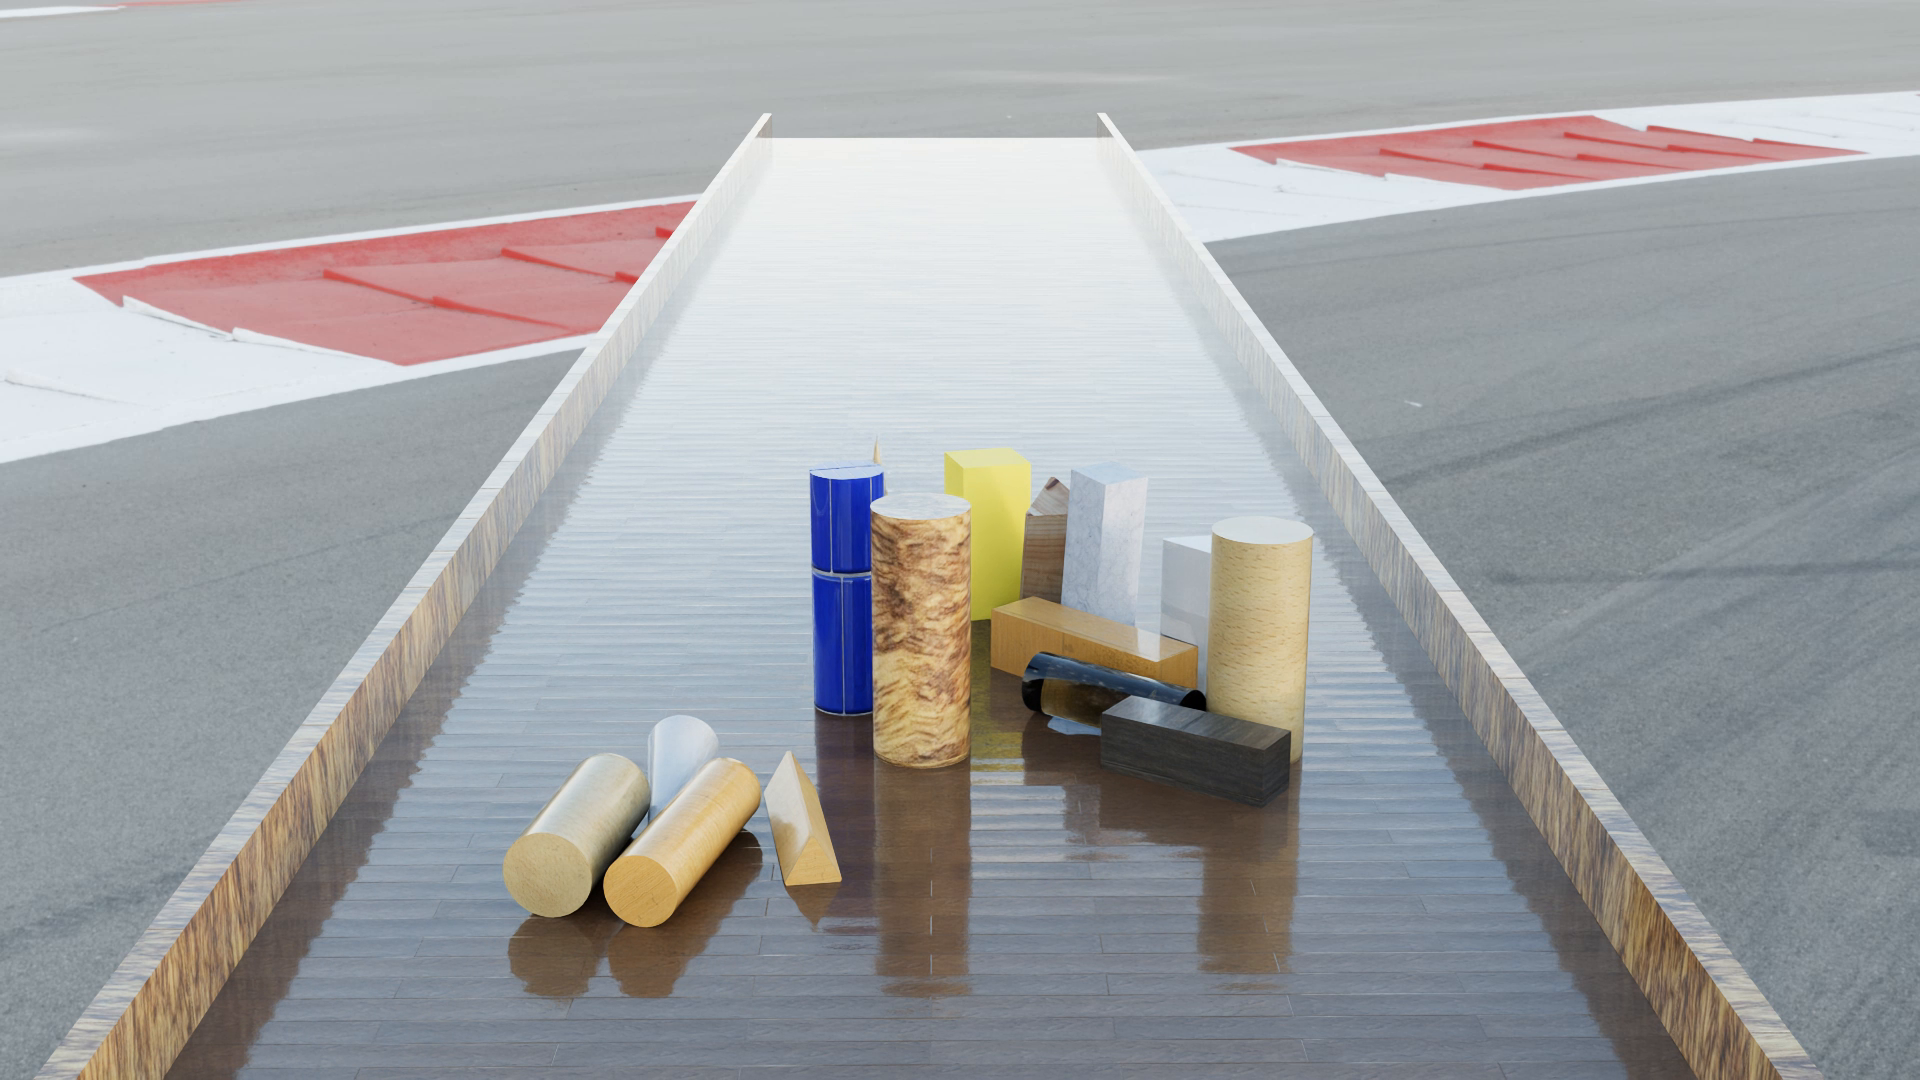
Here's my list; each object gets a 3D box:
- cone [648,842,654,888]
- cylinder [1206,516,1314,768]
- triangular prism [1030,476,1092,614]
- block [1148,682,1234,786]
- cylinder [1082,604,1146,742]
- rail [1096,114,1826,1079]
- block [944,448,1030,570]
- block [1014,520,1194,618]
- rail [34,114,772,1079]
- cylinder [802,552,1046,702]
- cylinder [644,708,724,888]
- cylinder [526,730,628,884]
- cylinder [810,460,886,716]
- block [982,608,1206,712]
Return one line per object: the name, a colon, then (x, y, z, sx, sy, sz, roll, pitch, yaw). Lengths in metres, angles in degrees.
cone: (-0.481, 0.451, 3.603, 0.124, 0.124, 0.450, 0, 24, 1)
cylinder: (0.528, 0.180, 3.897, 0.176, 0.413, 0.176, 0, 17, 0)
triangular prism: (0.183, 0.037, 4.533, 0.135, 0.317, 0.117, -6, 18, -20)
block: (0.407, 0.365, 3.814, 0.106, 0.106, 0.312, -14, -28, 6)
cylinder: (0.281, 0.295, 4.035, 0.115, 0.334, 0.115, 0, 17, 0)
rail: (0.932, -0.844, 7.801, 0.050, 0.150, 12.000, 0, 17, -1)
block: (0.058, -0.014, 4.686, 0.147, 0.334, 0.147, -5, 17, -15)
block: (0.282, 0.048, 4.374, 0.107, 0.107, 0.386, -15, 23, -42)
rail: (-1.118, -0.838, 7.780, 0.050, 0.150, 12.000, 0, 17, -1)
cylinder: (-0.069, 0.159, 3.892, 0.176, 0.176, 0.456, -17, -2, -45)
cylinder: (-0.429, 0.468, 3.450, 0.117, 0.391, 0.117, 0, 18, 0)
cylinder: (-0.595, 0.458, 3.446, 0.139, 0.318, 0.139, 1, 41, -1)
cylinder: (-0.208, 0.090, 4.120, 0.139, 0.458, 0.139, 0, 17, 0)
block: (0.255, 0.226, 4.256, 0.431, 0.120, 0.120, 11, 20, 32)
